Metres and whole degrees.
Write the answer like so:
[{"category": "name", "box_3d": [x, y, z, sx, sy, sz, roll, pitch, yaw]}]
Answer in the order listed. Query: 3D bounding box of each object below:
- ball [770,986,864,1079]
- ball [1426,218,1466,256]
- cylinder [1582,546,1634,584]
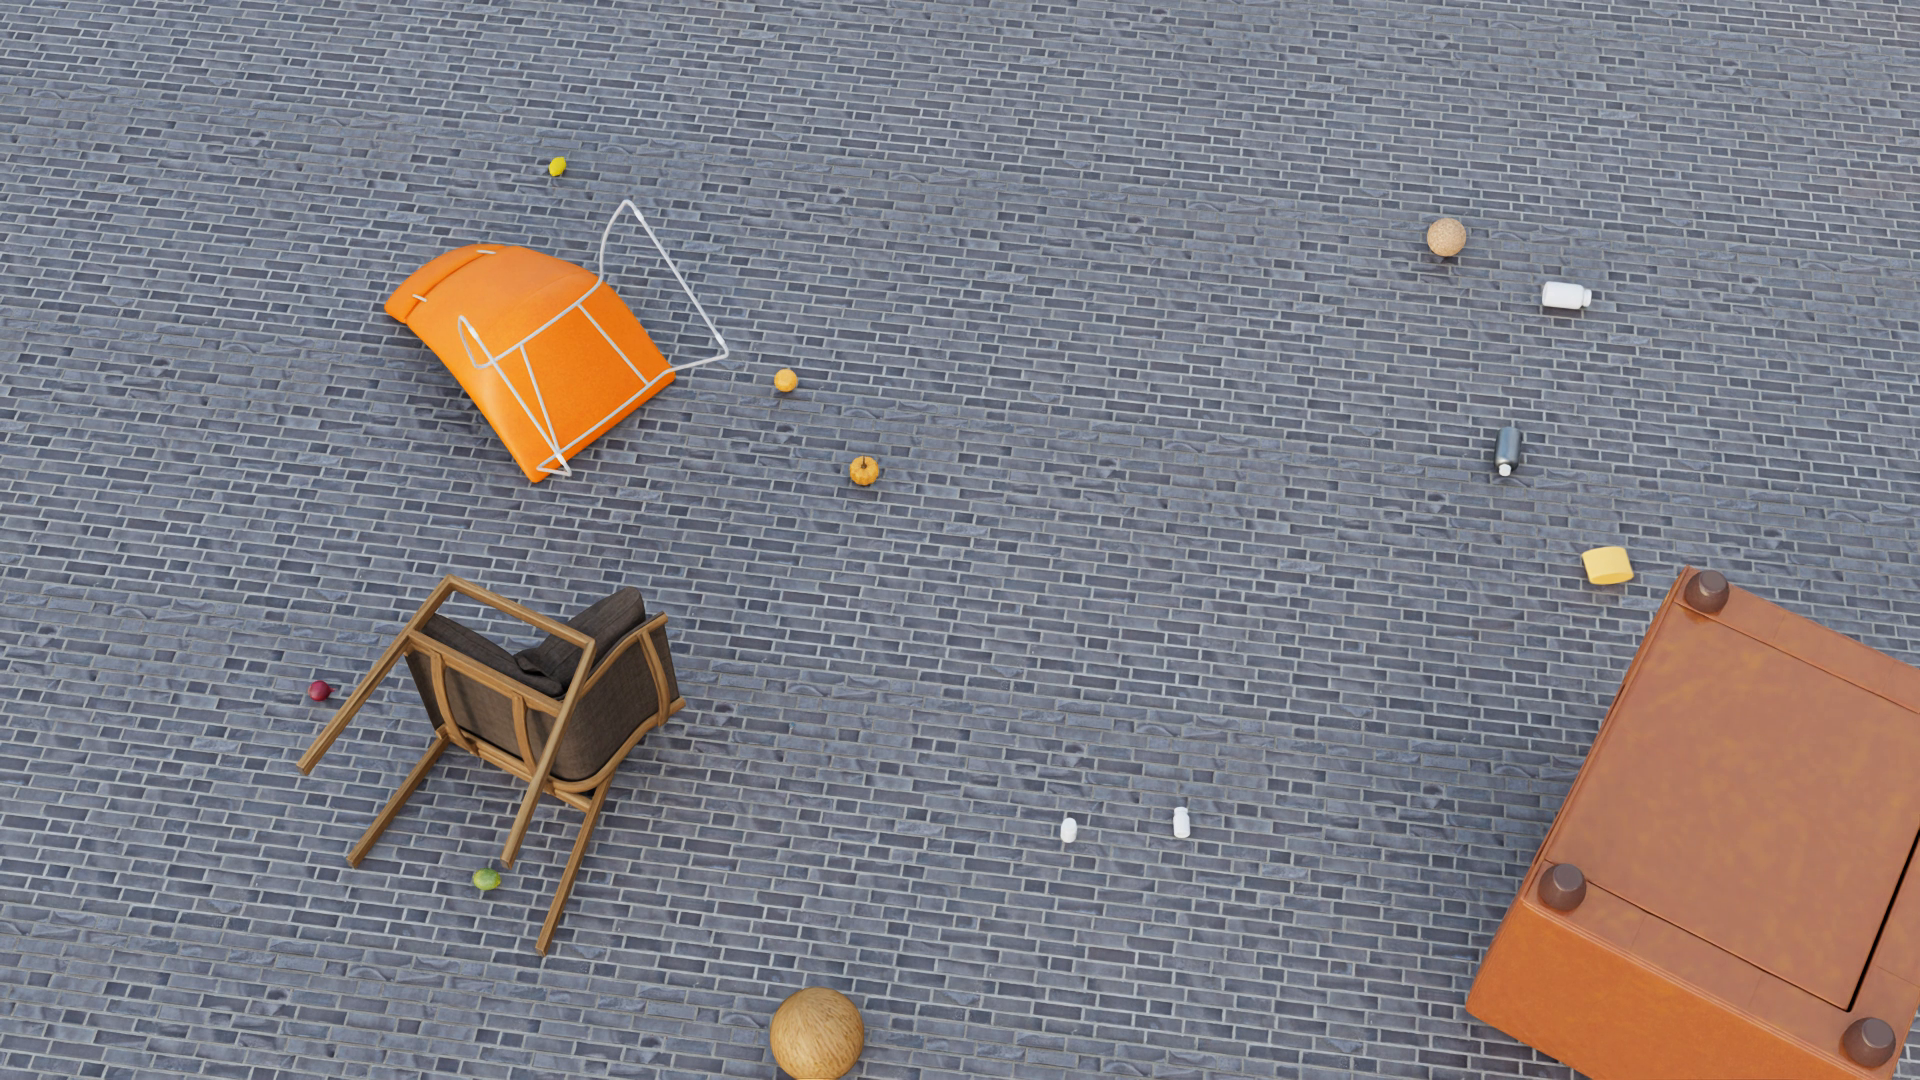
[{"category": "ball", "box_3d": [-0.362, 1.257, 5.584, 0.242, 0.242, 0.242, 0, 56, 0]}, {"category": "ball", "box_3d": [1.585, -0.986, 7.160, 0.126, 0.126, 0.126, 0, 56, 0]}, {"category": "cylinder", "box_3d": [1.911, 0.076, 6.488, 0.130, 0.058, 0.092, -5, 56, -2]}]
